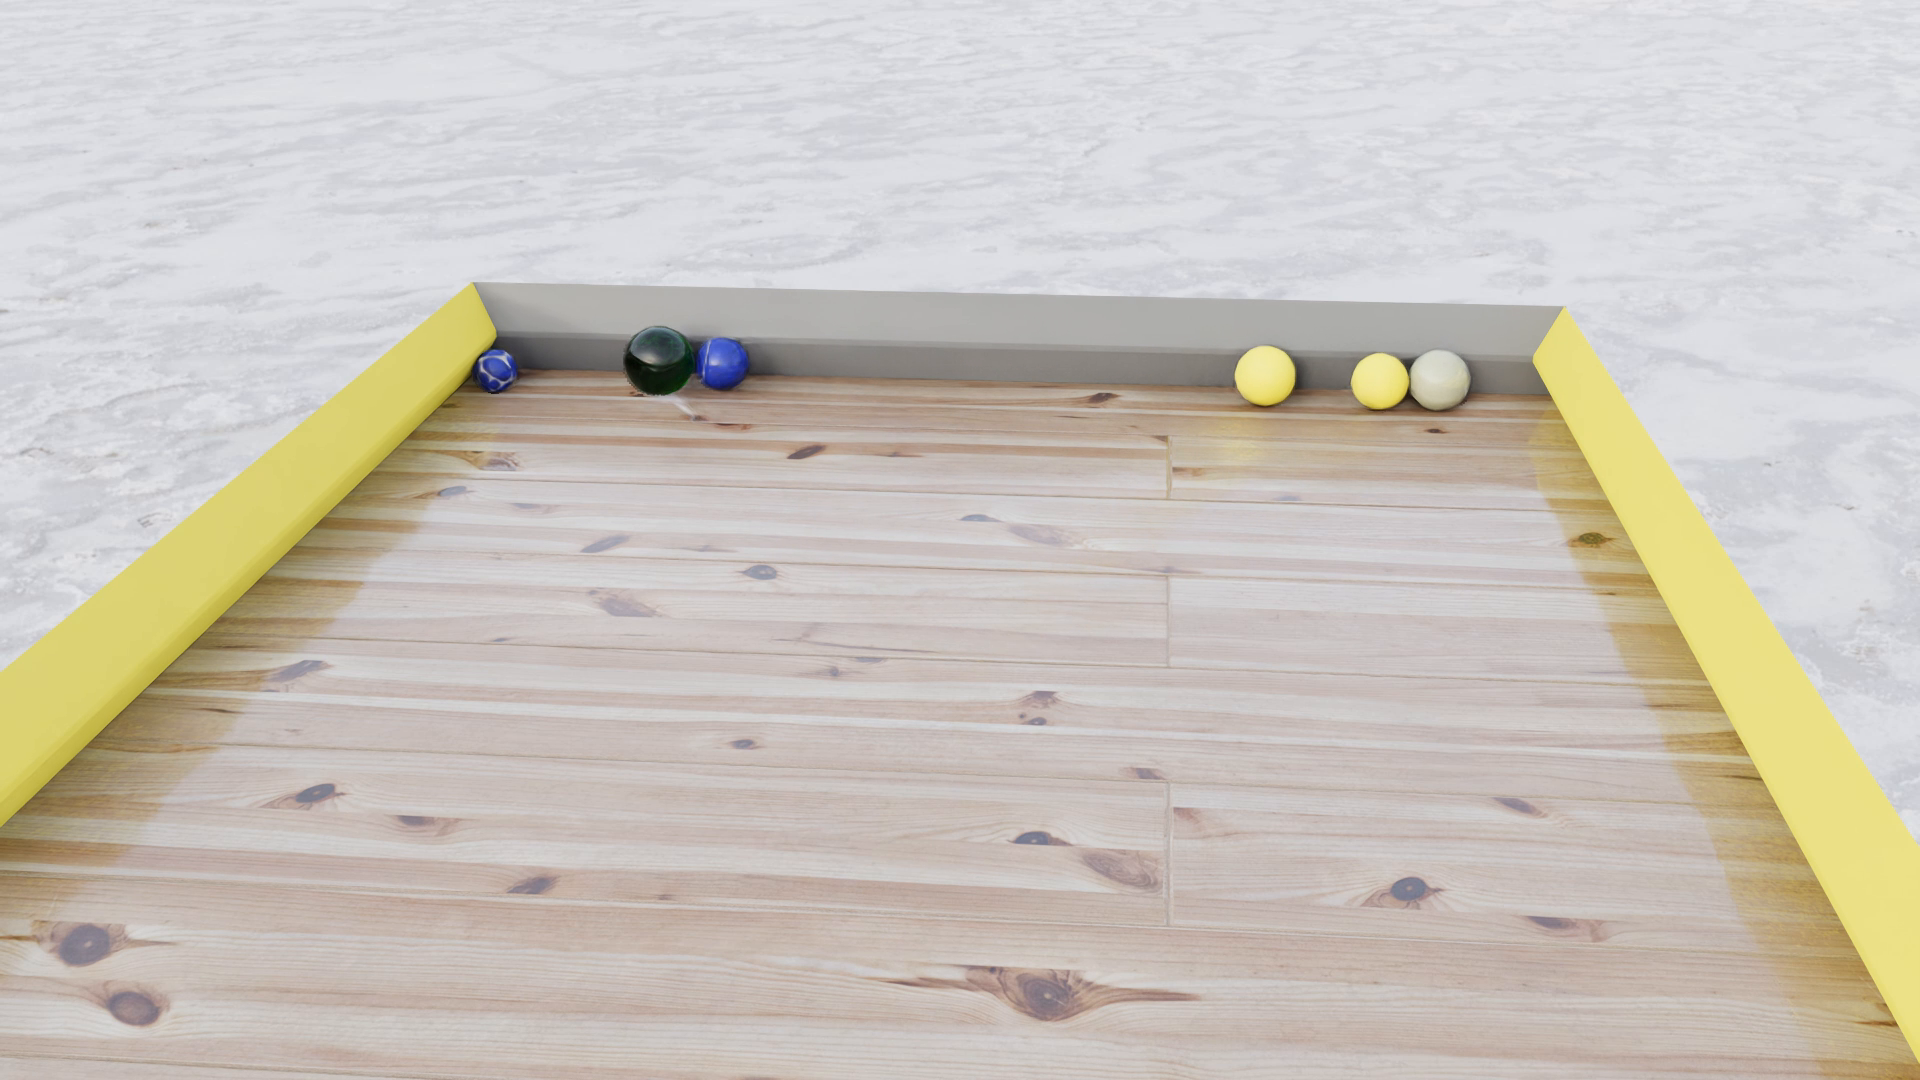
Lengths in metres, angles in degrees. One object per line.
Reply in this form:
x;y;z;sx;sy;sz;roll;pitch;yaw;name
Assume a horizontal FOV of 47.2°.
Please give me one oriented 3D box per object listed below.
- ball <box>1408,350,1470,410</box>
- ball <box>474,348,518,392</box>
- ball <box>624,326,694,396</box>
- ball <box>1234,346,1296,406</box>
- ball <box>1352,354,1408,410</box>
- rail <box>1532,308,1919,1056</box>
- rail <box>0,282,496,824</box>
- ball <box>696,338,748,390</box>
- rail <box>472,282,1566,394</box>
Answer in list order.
0.651;-0.217;2.988;0.083;0.083;0.083;0;21;0;ball
-0.649;-0.237;3.074;0.060;0.060;0.060;0;21;0;ball
-0.417;-0.249;3.052;0.097;0.097;0.097;0;21;0;ball
0.418;-0.225;3.009;0.082;0.082;0.082;0;21;0;ball
0.571;-0.215;2.992;0.077;0.077;0.077;0;21;0;ball
0.677;0.264;1.658;0.045;0.126;2.980;2;21;5;rail
-0.809;0.217;1.782;0.045;0.126;2.980;2;21;5;rail
-0.333;-0.247;3.080;0.074;0.074;0.074;0;21;0;ball
0.064;-0.278;3.085;1.539;0.126;0.045;2;21;5;rail
